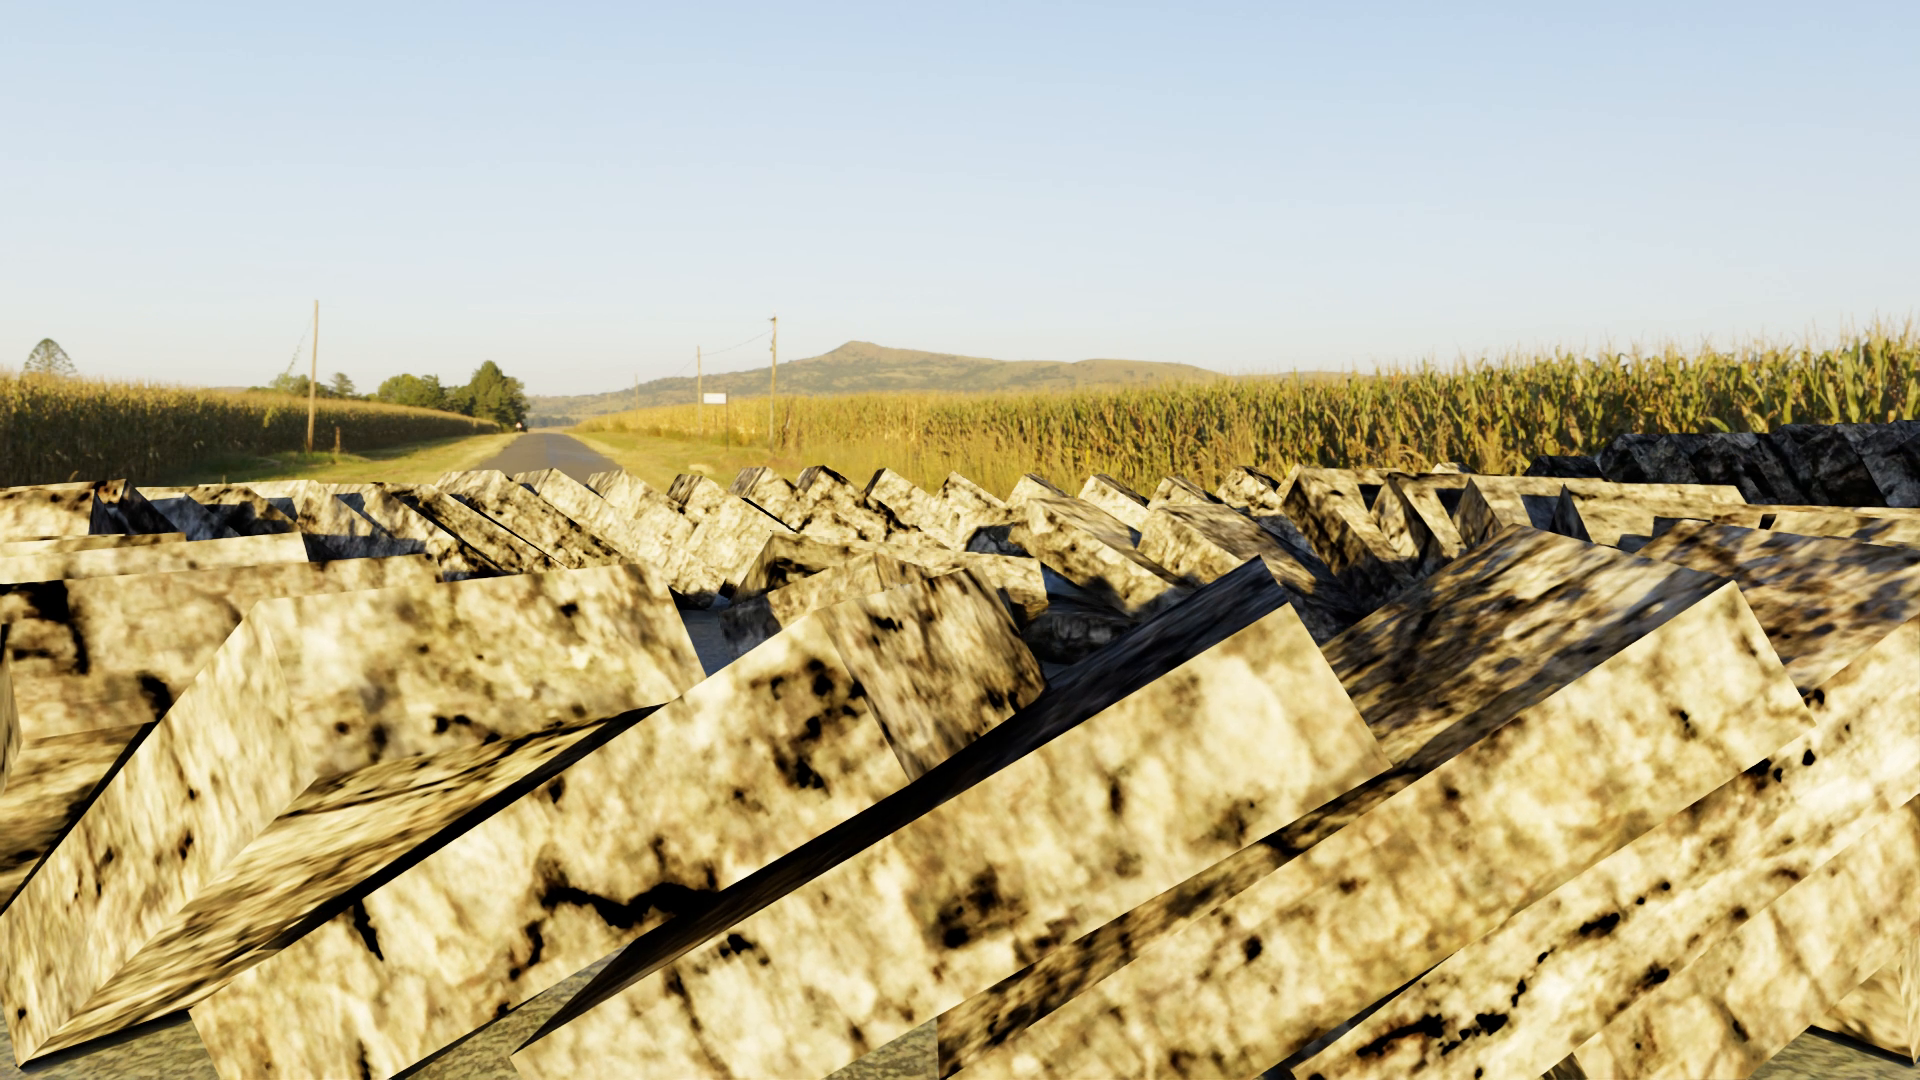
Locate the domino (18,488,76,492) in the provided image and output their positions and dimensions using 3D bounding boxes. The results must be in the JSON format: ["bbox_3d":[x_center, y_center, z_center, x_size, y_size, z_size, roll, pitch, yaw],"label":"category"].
[{"bbox_3d":[-0.118,0.011,0.170,0.025,0.009,0.050,-3,-30,-5],"label":"domino"}]

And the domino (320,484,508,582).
[{"bbox_3d":[-0.112,0.005,0.263,0.025,0.010,0.050,2,-28,27],"label":"domino"}]

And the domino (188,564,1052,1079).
[{"bbox_3d":[-0.020,0.019,0.081,0.050,0.010,0.025,-32,-7,19],"label":"domino"}]

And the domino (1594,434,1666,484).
[{"bbox_3d":[0.177,-0.003,0.308,0.025,0.050,0.009,-2,-34,-22],"label":"domino"}]

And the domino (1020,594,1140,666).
[{"bbox_3d":[0.014,0.017,0.258,0.050,0.009,0.025,6,6,26],"label":"domino"}]

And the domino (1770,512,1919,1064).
[{"bbox_3d":[0.073,0.017,0.107,0.050,0.010,0.025,-40,27,-26],"label":"domino"}]

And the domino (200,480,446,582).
[{"bbox_3d":[-0.117,0.006,0.242,0.025,0.010,0.050,-1,-29,17],"label":"domino"}]

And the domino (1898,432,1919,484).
[{"bbox_3d":[0.200,0.001,0.239,0.025,0.050,0.009,-1,-28,-17],"label":"domino"}]

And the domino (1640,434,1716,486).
[{"bbox_3d":[0.182,-0.002,0.297,0.025,0.050,0.010,-2,-34,-22],"label":"domino"}]

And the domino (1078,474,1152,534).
[{"bbox_3d":[0.058,-0.002,0.363,0.050,0.009,0.025,33,11,10],"label":"domino"}]

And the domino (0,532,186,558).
[{"bbox_3d":[-0.087,0.016,0.120,0.025,0.010,0.050,-5,-25,-34],"label":"domino"}]

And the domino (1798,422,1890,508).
[{"bbox_3d":[0.197,-0.001,0.263,0.025,0.050,0.010,-2,-29,-21],"label":"domino"}]

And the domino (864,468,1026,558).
[{"bbox_3d":[-0.003,-0.002,0.359,0.050,0.009,0.025,33,-4,-9],"label":"domino"}]

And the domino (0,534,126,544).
[{"bbox_3d":[-0.100,0.015,0.137,0.025,0.010,0.050,-2,-26,-25],"label":"domino"}]

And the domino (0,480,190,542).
[{"bbox_3d":[-0.121,0.010,0.186,0.025,0.010,0.050,-4,-30,-2],"label":"domino"}]

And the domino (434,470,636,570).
[{"bbox_3d":[-0.095,0.002,0.296,0.025,0.009,0.050,1,-30,42],"label":"domino"}]

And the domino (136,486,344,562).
[{"bbox_3d":[-0.121,0.008,0.226,0.025,0.010,0.050,0,-29,14],"label":"domino"}]

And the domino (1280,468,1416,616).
[{"bbox_3d":[0.082,0.006,0.231,0.025,0.010,0.050,-1,41,-26],"label":"domino"}]

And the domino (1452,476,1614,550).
[{"bbox_3d":[0.099,0.009,0.198,0.025,0.009,0.050,1,40,-6],"label":"domino"}]

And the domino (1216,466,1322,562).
[{"bbox_3d":[0.096,-0.002,0.354,0.050,0.009,0.025,38,17,17],"label":"domino"}]

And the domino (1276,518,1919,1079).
[{"bbox_3d":[0.040,0.018,0.085,0.050,0.009,0.025,-34,10,-4],"label":"domino"}]

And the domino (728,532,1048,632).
[{"bbox_3d":[-0.013,0.011,0.227,0.050,0.010,0.025,6,-33,-27],"label":"domino"}]

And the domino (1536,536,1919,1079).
[{"bbox_3d":[0.055,0.018,0.090,0.050,0.010,0.025,-34,10,-8],"label":"domino"}]

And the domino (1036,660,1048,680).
[{"bbox_3d":[0.000,0.025,0.171,0.025,0.010,0.050,0,4,0],"label":"domino"}]

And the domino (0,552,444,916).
[{"bbox_3d":[-0.059,0.018,0.095,0.025,0.009,0.050,-5,-25,-46],"label":"domino"}]

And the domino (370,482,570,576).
[{"bbox_3d":[-0.105,0.004,0.283,0.025,0.009,0.050,4,-26,39],"label":"domino"}]

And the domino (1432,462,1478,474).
[{"bbox_3d":[0.144,-0.001,0.330,0.050,0.010,0.025,44,27,25],"label":"domino"}]

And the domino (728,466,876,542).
[{"bbox_3d":[-0.037,-0.002,0.344,0.050,0.010,0.025,35,-12,-22],"label":"domino"}]

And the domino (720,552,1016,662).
[{"bbox_3d":[-0.012,0.014,0.198,0.025,0.010,0.050,-21,-16,19],"label":"domino"}]

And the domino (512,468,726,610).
[{"bbox_3d":[-0.084,0.001,0.311,0.050,0.010,0.025,37,-23,-32],"label":"domino"}]

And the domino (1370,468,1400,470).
[{"bbox_3d":[0.130,-0.001,0.340,0.050,0.009,0.025,41,25,26],"label":"domino"}]

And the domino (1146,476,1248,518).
[{"bbox_3d":[0.078,-0.001,0.359,0.050,0.010,0.025,33,14,15],"label":"domino"}]

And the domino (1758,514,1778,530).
[{"bbox_3d":[0.096,0.015,0.137,0.025,0.009,0.050,4,37,40],"label":"domino"}]

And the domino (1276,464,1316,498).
[{"bbox_3d":[0.111,-0.002,0.348,0.050,0.009,0.025,39,17,20],"label":"domino"}]

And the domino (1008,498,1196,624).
[{"bbox_3d":[0.037,0.008,0.252,0.050,0.010,0.025,33,17,27],"label":"domino"}]

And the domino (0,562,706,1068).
[{"bbox_3d":[-0.042,0.019,0.085,0.050,0.009,0.025,-36,-17,33],"label":"domino"}]

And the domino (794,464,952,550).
[{"bbox_3d":[-0.022,-0.002,0.351,0.050,0.009,0.025,34,-10,-17],"label":"domino"}]

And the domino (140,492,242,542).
[{"bbox_3d":[-0.122,0.009,0.208,0.025,0.010,0.050,1,-29,11],"label":"domino"}]

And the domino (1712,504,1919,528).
[{"bbox_3d":[0.105,0.014,0.156,0.025,0.009,0.050,3,37,31],"label":"domino"}]

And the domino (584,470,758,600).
[{"bbox_3d":[-0.070,0.000,0.323,0.050,0.009,0.025,35,-19,-28],"label":"domino"}]

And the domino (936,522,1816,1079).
[{"bbox_3d":[0.022,0.018,0.081,0.050,0.009,0.025,-33,8,2],"label":"domino"}]

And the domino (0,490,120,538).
[{"bbox_3d":[-0.110,0.012,0.153,0.025,0.009,0.050,-3,-31,-17],"label":"domino"}]

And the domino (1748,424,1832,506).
[{"bbox_3d":[0.193,-0.001,0.274,0.025,0.050,0.010,-1,-30,-21],"label":"domino"}]

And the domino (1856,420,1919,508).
[{"bbox_3d":[0.200,0.000,0.251,0.025,0.050,0.009,-1,-28,-17],"label":"domino"}]

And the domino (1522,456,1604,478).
[{"bbox_3d":[0.166,-0.001,0.322,0.025,0.009,0.050,0,43,-23],"label":"domino"}]

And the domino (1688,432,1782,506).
[{"bbox_3d":[0.188,-0.001,0.286,0.025,0.050,0.009,-2,-34,-22],"label":"domino"}]

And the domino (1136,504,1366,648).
[{"bbox_3d":[0.061,0.009,0.242,0.050,0.009,0.025,36,26,35],"label":"domino"}]

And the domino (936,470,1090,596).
[{"bbox_3d":[0.017,-0.002,0.364,0.050,0.009,0.025,32,3,-1],"label":"domino"}]

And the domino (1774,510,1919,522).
[{"bbox_3d":[0.085,0.016,0.120,0.025,0.009,0.050,5,39,47],"label":"domino"}]

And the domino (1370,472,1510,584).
[{"bbox_3d":[0.092,0.008,0.215,0.025,0.010,0.050,0,40,-15],"label":"domino"}]

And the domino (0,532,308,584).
[{"bbox_3d":[-0.072,0.017,0.106,0.025,0.009,0.050,-8,-24,-42],"label":"domino"}]

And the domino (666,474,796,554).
[{"bbox_3d":[-0.052,0.000,0.335,0.050,0.010,0.025,34,-11,-25],"label":"domino"}]

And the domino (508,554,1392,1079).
[{"bbox_3d":[0.000,0.019,0.080,0.050,0.009,0.025,-32,-1,11],"label":"domino"}]

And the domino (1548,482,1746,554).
[{"bbox_3d":[0.103,0.011,0.179,0.025,0.010,0.050,2,39,5],"label":"domino"}]

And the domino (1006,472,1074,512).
[{"bbox_3d":[0.038,-0.002,0.365,0.050,0.009,0.025,32,9,6],"label":"domino"}]
